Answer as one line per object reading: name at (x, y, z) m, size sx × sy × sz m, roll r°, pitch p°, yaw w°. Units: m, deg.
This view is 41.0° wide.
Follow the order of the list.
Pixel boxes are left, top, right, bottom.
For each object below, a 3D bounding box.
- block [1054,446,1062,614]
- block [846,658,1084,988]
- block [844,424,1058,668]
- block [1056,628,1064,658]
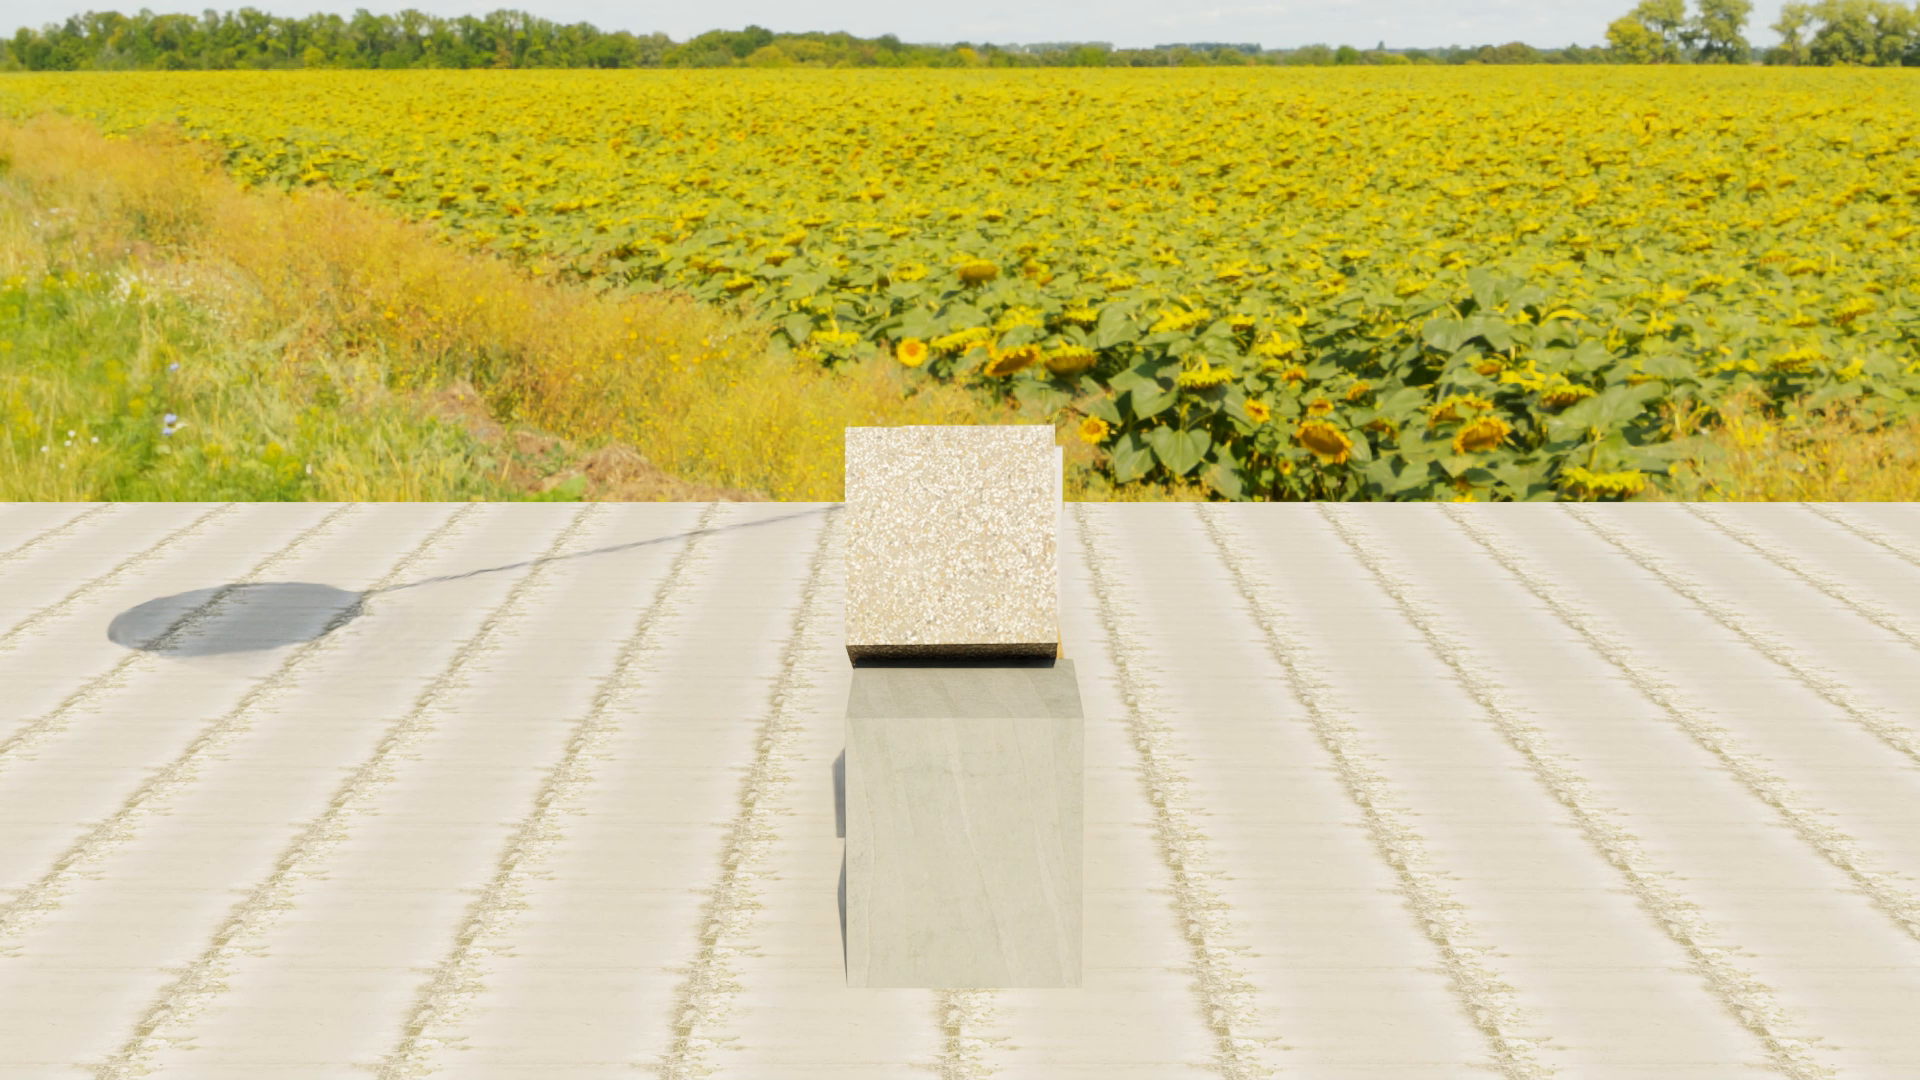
block at (0.078, -0.068, 12.799) m, size 0.856 × 0.806 × 0.713 m, roll 1°, pitch 3°, yaw 2°
block at (0.018, 1.121, 10.379) m, size 0.913 × 1.081 × 1.014 m, roll 0°, pitch 10°, yaw 0°
block at (-0.031, 0.066, 10.933) m, size 0.867 × 0.920 × 0.800 m, roll -1°, pitch -13°, yaw 1°
block at (0.011, 0.881, 12.345) m, size 0.942 × 0.851 × 1.018 m, roll 0°, pitch 10°, yaw 0°
